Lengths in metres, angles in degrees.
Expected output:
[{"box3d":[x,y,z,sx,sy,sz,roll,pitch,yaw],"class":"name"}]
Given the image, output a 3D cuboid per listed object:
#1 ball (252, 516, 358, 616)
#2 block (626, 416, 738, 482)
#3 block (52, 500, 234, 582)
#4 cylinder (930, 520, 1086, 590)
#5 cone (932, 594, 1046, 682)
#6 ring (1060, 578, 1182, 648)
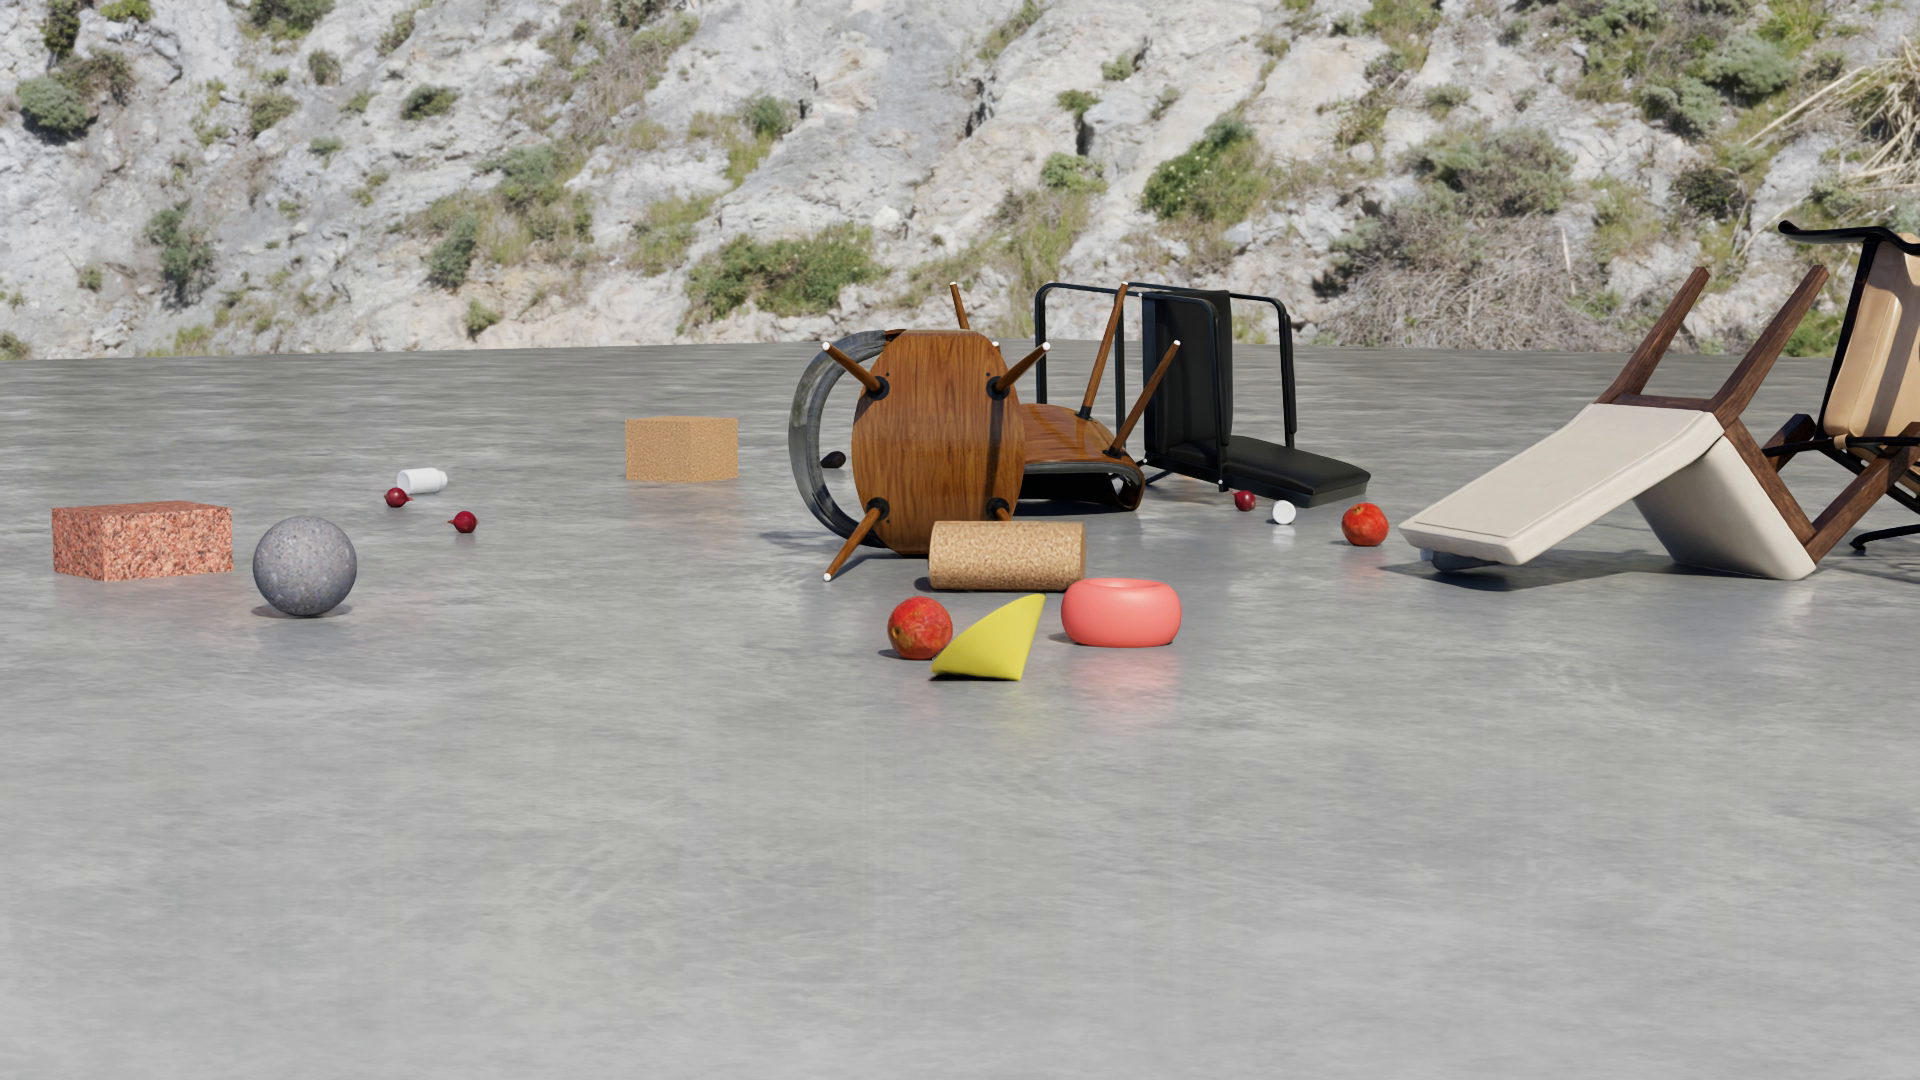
[{"box3d":[-1.267,0.050,4.966,0.196,0.196,0.196,0,6,0],"class":"ball"},{"box3d":[-0.905,-0.297,8.350,0.262,0.194,0.255,3,7,31],"class":"block"},{"box3d":[-1.824,-0.001,5.724,0.301,0.142,0.258,-5,8,-43],"class":"block"},{"box3d":[0.103,0.032,5.406,0.312,0.141,0.235,1,12,6],"class":"cylinder"},{"box3d":[0.072,0.193,4.193,0.223,0.094,0.233,-38,-16,12],"class":"cone"},{"box3d":[0.289,0.131,4.606,0.217,0.111,0.150,2,9,5],"class":"ring"}]
